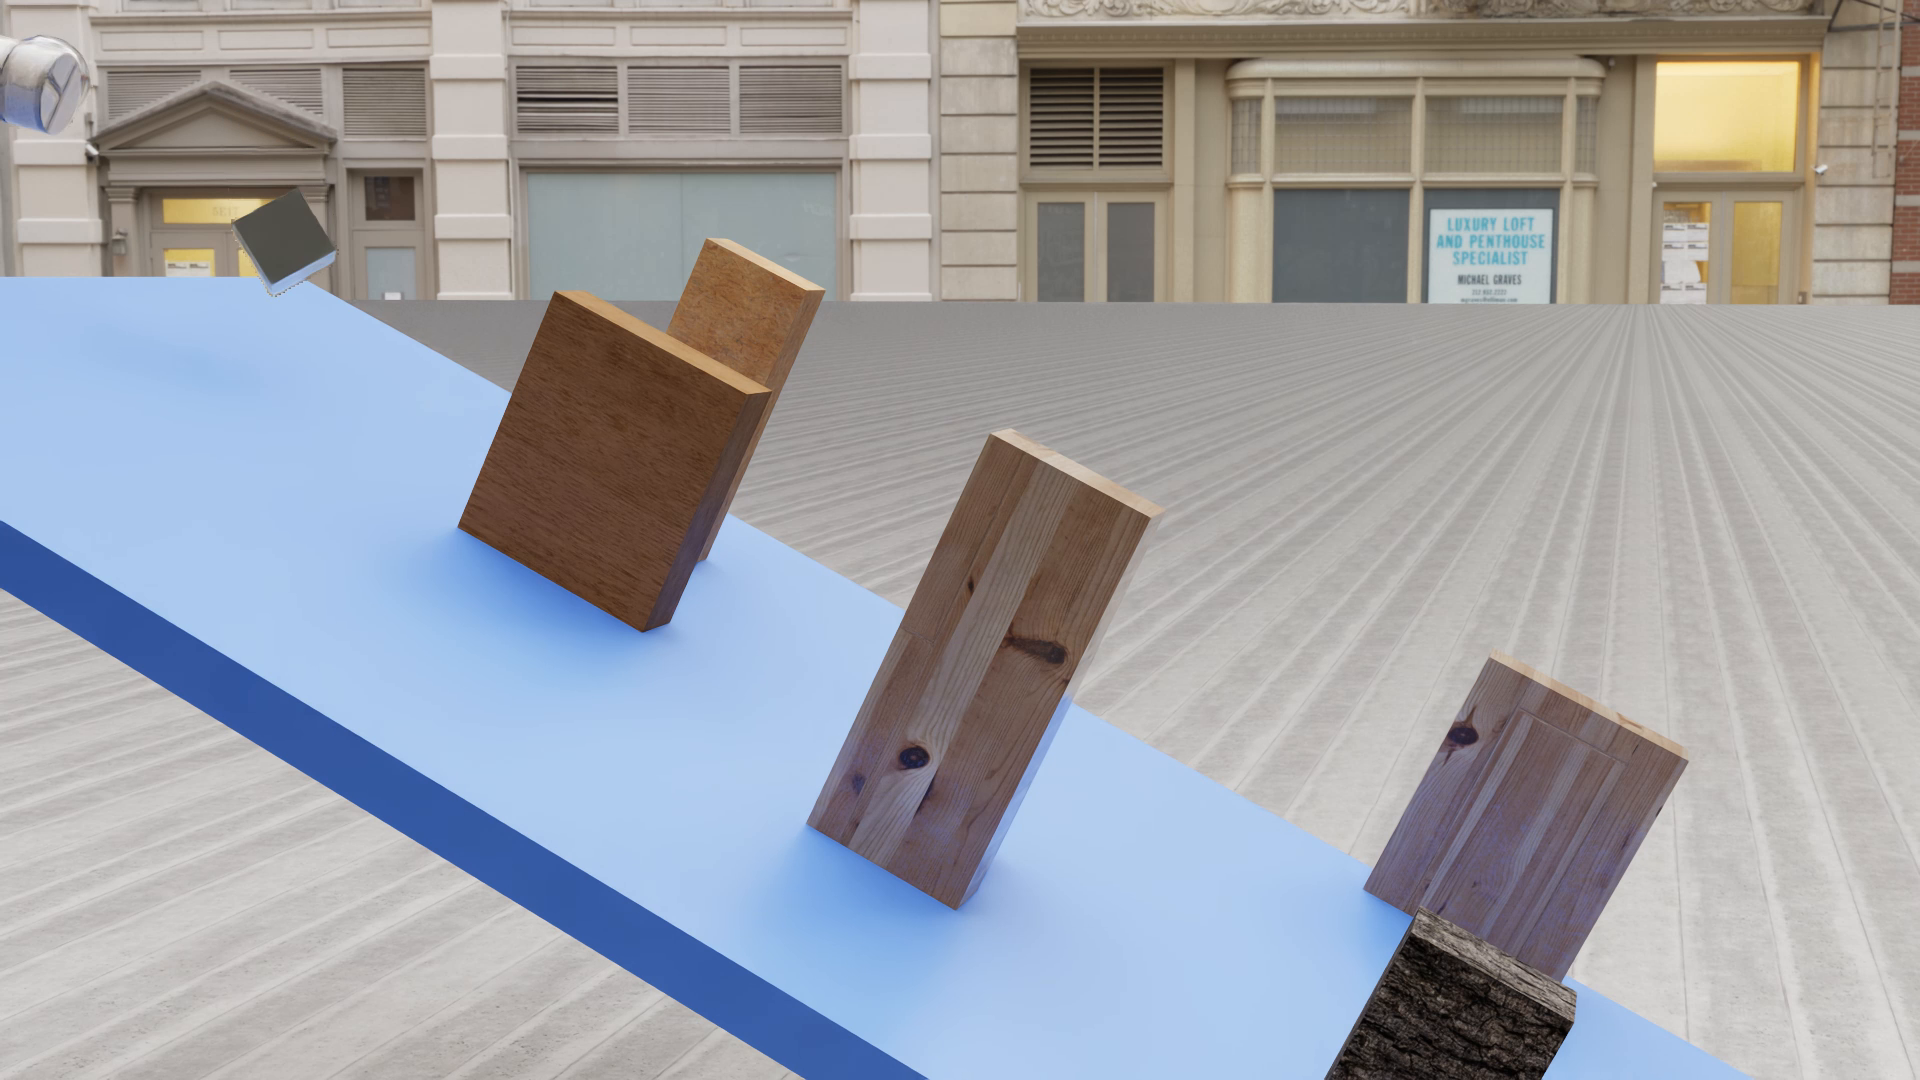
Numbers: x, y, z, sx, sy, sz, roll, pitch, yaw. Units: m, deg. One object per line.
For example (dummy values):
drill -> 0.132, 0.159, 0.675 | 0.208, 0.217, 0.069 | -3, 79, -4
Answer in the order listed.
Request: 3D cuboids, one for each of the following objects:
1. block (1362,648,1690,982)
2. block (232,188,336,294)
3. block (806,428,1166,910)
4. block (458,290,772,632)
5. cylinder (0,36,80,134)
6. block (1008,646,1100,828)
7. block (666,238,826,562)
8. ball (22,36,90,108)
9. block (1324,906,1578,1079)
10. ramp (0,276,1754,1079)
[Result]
block -> 1.195, 0.594, 4.666 | 0.448, 0.576, 0.123 | 28, 14, 12
block -> -1.436, -0.634, 4.678 | 0.151, 0.151, 0.151 | -32, 7, -15
block -> 0.039, 0.216, 3.668 | 0.296, 0.744, 0.123 | 28, 14, 12
block -> -0.675, -0.156, 4.282 | 0.439, 0.514, 0.127 | 28, 14, 12
cylinder -> -1.794, -0.872, 4.201 | 0.158, 0.158, 0.158 | 15, 7, 0
block -> 0.023, 0.324, 3.895 | 0.266, 0.434, 0.120 | 28, 14, 12
block -> -0.546, -0.297, 4.736 | 0.249, 0.656, 0.117 | 28, 14, 12
ball -> -1.898, -0.962, 4.569 | 0.169, 0.169, 0.169 | 0, 7, 0
block -> 0.648, 0.800, 3.128 | 0.245, 0.479, 0.135 | 28, 14, 12
ramp -> -0.252, 0.426, 4.164 | 4.000, 0.100, 2.000 | 28, 14, 12
